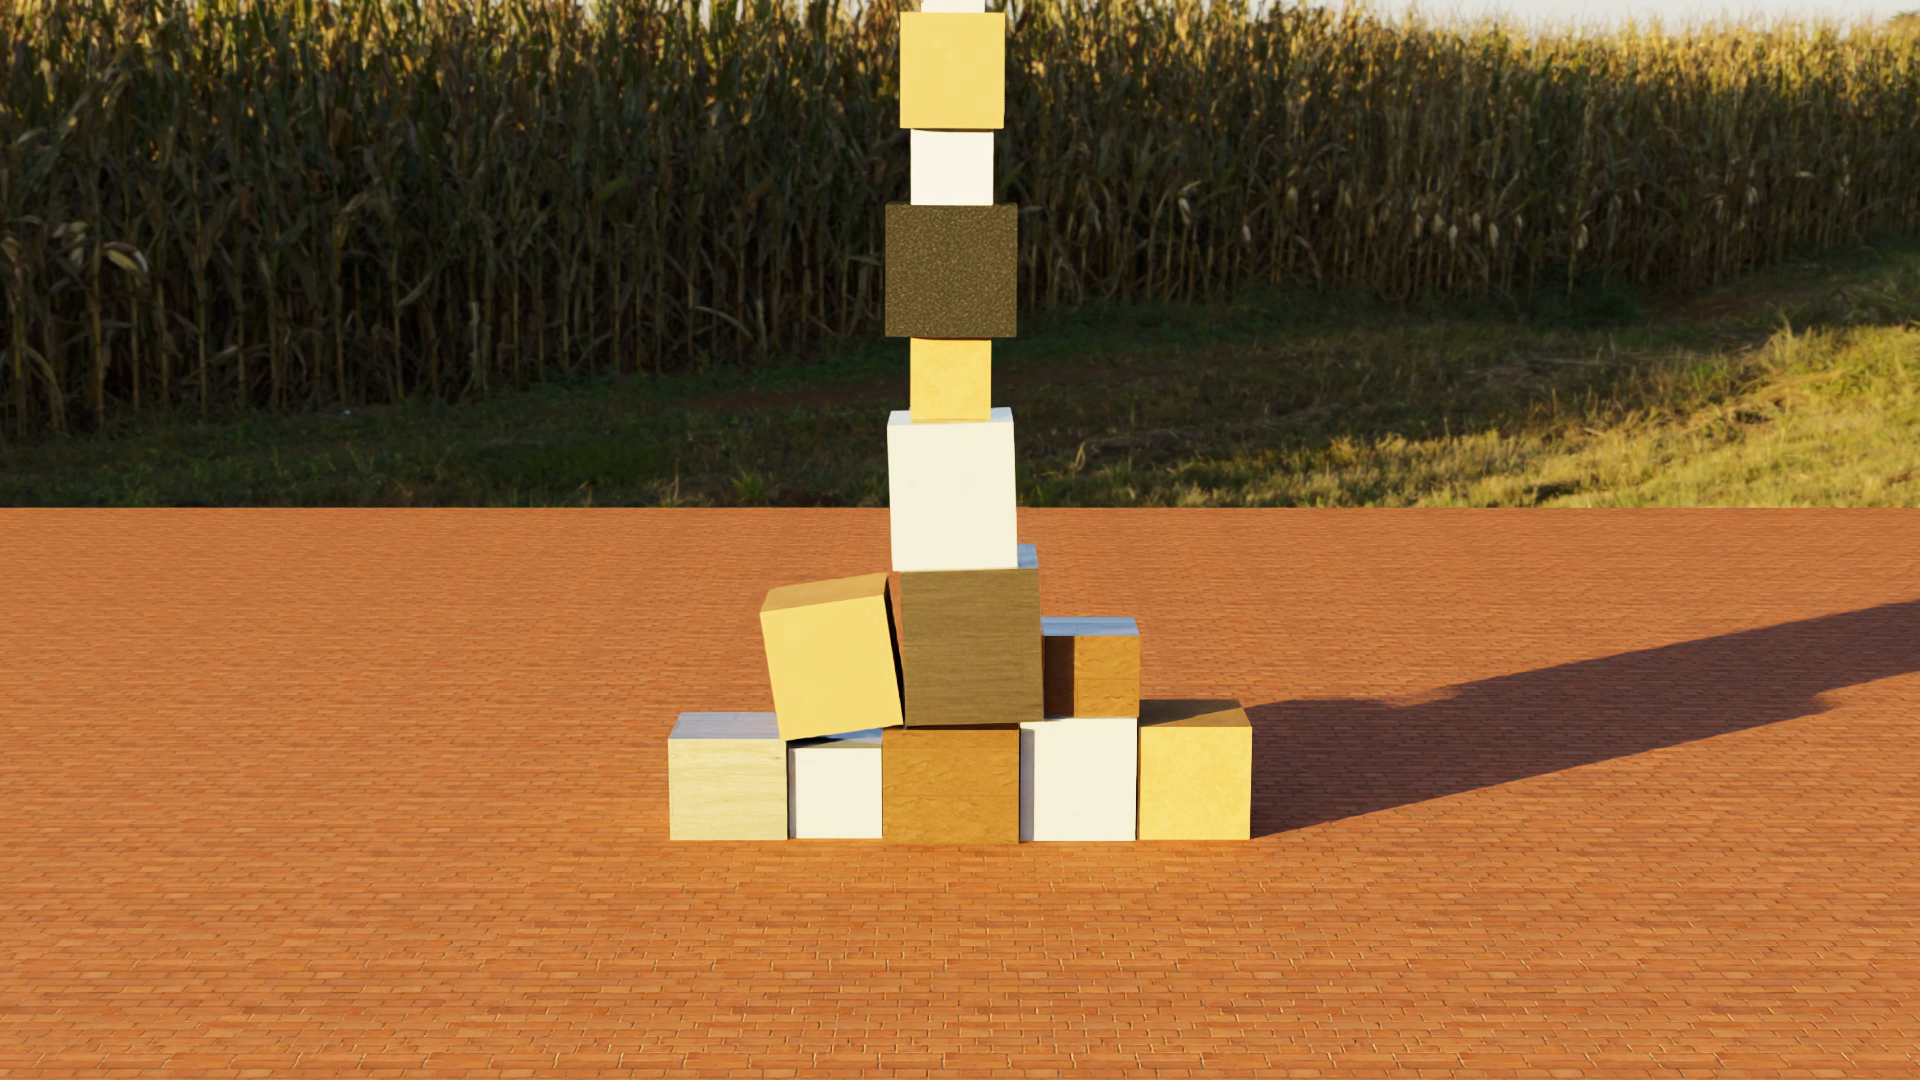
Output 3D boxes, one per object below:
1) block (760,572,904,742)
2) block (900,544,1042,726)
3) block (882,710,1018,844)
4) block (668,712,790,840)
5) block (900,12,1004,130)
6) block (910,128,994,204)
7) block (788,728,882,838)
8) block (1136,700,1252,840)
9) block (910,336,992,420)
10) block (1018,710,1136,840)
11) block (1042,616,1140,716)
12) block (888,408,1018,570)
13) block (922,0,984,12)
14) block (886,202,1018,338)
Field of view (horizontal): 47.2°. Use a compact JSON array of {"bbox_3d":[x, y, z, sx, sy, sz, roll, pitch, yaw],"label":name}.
[{"bbox_3d":[-0.640,0.588,11.274,0.621,0.668,0.596,-8,10,1],"label":"block"},{"bbox_3d":[0.059,0.474,11.255,0.686,0.784,0.677,-2,10,0],"label":"block"},{"bbox_3d":[-0.047,1.184,11.394,0.684,0.594,0.675,0,10,0],"label":"block"},{"bbox_3d":[-1.175,1.217,11.394,0.593,0.529,0.530,0,10,0],"label":"block"},{"bbox_3d":[-0.036,-2.290,10.767,0.495,0.539,0.542,0,10,0],"label":"block"},{"bbox_3d":[-0.039,-1.845,10.845,0.398,0.363,0.335,0,10,0],"label":"block"},{"bbox_3d":[-0.634,1.241,11.423,0.470,0.471,0.514,0,10,0],"label":"block"},{"bbox_3d":[1.186,1.183,11.411,0.572,0.590,0.564,0,10,0],"label":"block"},{"bbox_3d":[-0.046,-0.837,11.039,0.396,0.418,0.361,0,10,0],"label":"block"},{"bbox_3d":[0.597,1.162,11.394,0.584,0.637,0.574,0,10,0],"label":"block"},{"bbox_3d":[0.664,0.647,11.278,0.479,0.420,0.448,0,10,0],"label":"block"},{"bbox_3d":[-0.036,-0.267,11.131,0.618,0.723,0.599,-2,10,0],"label":"block"},{"bbox_3d":[-0.034,-2.681,10.702,0.302,0.254,0.275,0,10,0],"label":"block"},{"bbox_3d":[-0.043,-1.351,10.918,0.636,0.636,0.579,0,10,0],"label":"block"}]
